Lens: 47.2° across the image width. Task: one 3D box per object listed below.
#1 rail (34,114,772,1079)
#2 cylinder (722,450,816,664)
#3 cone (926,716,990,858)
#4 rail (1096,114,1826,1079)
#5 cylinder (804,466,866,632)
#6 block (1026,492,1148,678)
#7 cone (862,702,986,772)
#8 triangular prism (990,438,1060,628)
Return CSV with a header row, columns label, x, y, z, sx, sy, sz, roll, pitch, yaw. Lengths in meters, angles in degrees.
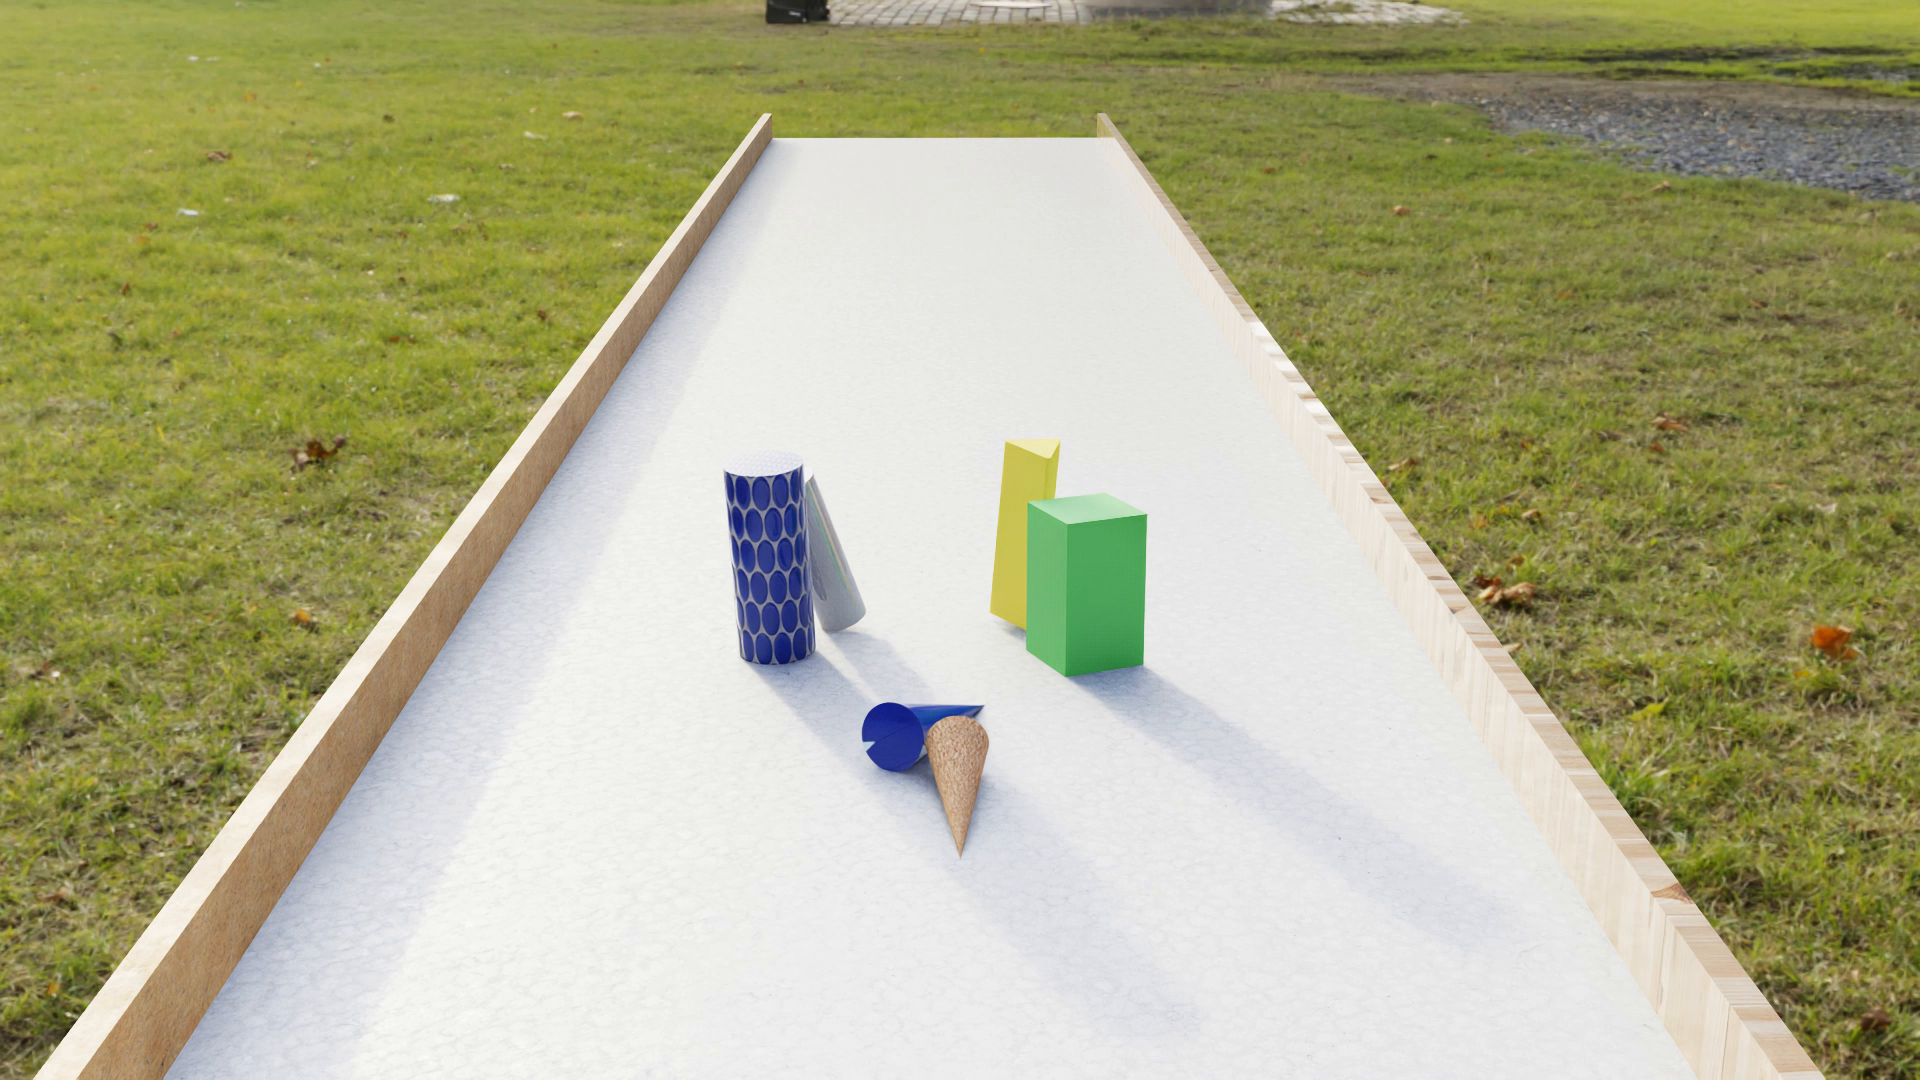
label,x,y,z,sx,sy,sz,roll,pitch,yaw
rail,-1.118,-0.838,7.780,0.050,0.150,12.000,0,17,-1
cylinder,-0.379,0.035,4.391,0.159,0.398,0.159,-2,21,1
cone,-0.002,0.433,3.674,0.111,0.111,0.364,0,25,-1
rail,0.932,-0.844,7.801,0.050,0.150,12.000,0,17,-1
cylinder,-0.296,0.020,4.541,0.104,0.337,0.104,-16,27,8
block,0.250,0.087,4.387,0.175,0.313,0.175,-7,18,-23
cone,-0.035,0.329,4.014,0.123,0.123,0.363,9,9,27
triangular prism,0.156,-0.019,4.574,0.119,0.391,0.103,25,31,37
